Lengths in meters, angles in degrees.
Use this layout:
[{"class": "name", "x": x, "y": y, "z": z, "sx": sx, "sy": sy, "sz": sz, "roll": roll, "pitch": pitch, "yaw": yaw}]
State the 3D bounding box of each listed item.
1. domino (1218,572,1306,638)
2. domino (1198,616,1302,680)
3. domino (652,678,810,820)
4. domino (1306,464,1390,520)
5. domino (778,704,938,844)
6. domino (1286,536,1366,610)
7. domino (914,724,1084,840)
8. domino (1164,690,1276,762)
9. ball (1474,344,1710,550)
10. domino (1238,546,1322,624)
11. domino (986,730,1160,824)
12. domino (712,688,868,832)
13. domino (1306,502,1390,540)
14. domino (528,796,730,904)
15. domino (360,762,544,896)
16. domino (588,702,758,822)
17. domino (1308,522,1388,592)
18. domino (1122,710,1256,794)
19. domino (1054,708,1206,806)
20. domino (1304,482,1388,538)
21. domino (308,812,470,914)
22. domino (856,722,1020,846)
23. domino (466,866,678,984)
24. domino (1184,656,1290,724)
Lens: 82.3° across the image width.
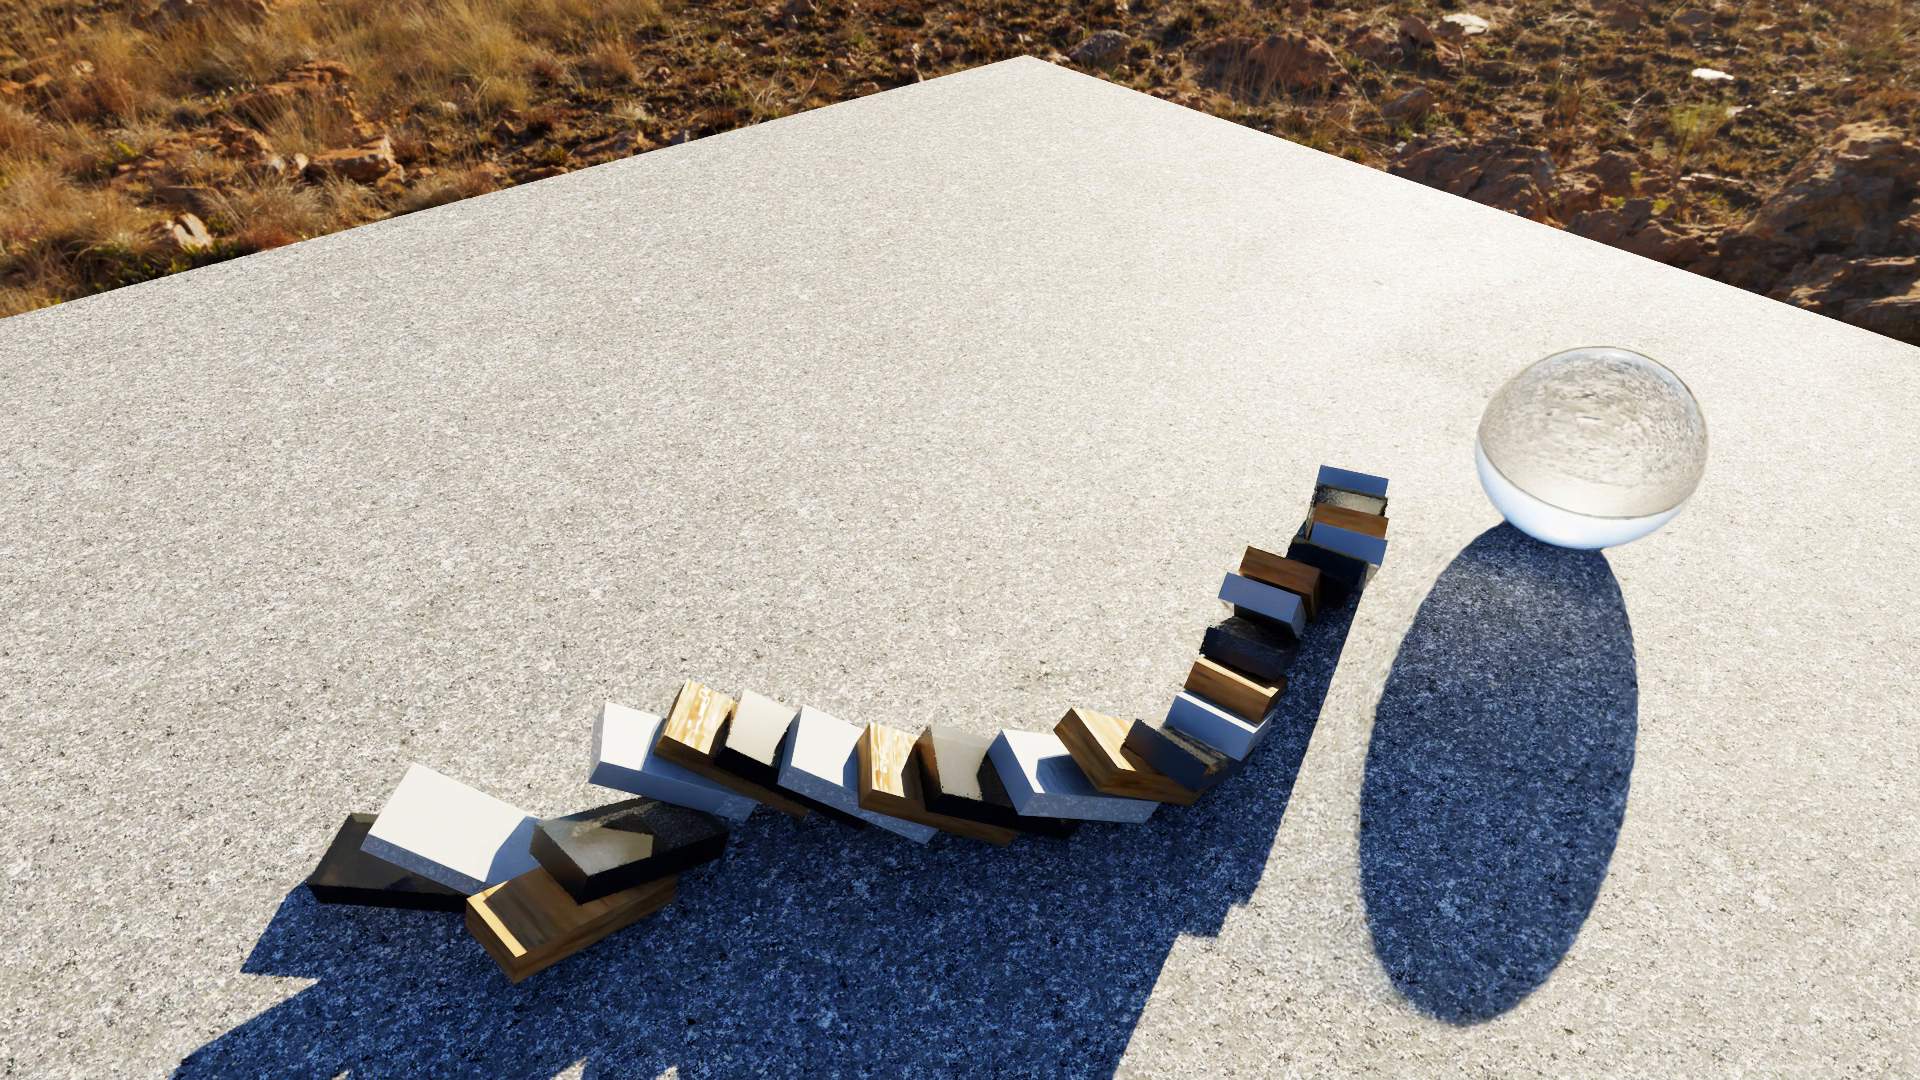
[{"class": "domino", "x": 0.107, "y": 0.024, "z": 0.387, "sx": 0.025, "sy": 0.050, "sz": 0.009, "roll": 20, "pitch": 86, "yaw": 23}, {"class": "domino", "x": 0.100, "y": 0.036, "z": 0.377, "sx": 0.025, "sy": 0.010, "sz": 0.050, "roll": 20, "pitch": 8, "yaw": 23}, {"class": "domino", "x": -0.067, "y": 0.065, "z": 0.343, "sx": 0.050, "sy": 0.010, "sz": 0.025, "roll": 28, "pitch": 31, "yaw": -14}, {"class": "domino", "x": 0.152, "y": -0.015, "z": 0.434, "sx": 0.025, "sy": 0.050, "sz": 0.009, "roll": 14, "pitch": 80, "yaw": 16}, {"class": "domino", "x": -0.029, "y": 0.071, "z": 0.336, "sx": 0.050, "sy": 0.009, "sz": 0.025, "roll": 27, "pitch": 32, "yaw": -17}, {"class": "domino", "x": 0.130, "y": 0.013, "z": 0.399, "sx": 0.025, "sy": 0.050, "sz": 0.009, "roll": 21, "pitch": 82, "yaw": 16}, {"class": "domino", "x": 0.012, "y": 0.074, "z": 0.334, "sx": 0.050, "sy": 0.009, "sz": 0.025, "roll": 19, "pitch": 35, "yaw": -26}, {"class": "domino", "x": 0.084, "y": 0.056, "z": 0.352, "sx": 0.025, "sy": 0.010, "sz": 0.050, "roll": 26, "pitch": 10, "yaw": 22}, {"class": "ball", "x": 0.246, "y": -0.036, "z": 0.432, "sx": 0.080, "sy": 0.080, "sz": 0.080, "roll": 0, "pitch": 39, "yaw": 0}, {"class": "domino", "x": 0.116, "y": 0.017, "z": 0.395, "sx": 0.025, "sy": 0.050, "sz": 0.009, "roll": 20, "pitch": 82, "yaw": 23}, {"class": "domino", "x": 0.035, "y": 0.073, "z": 0.336, "sx": 0.050, "sy": 0.009, "sz": 0.025, "roll": 13, "pitch": 30, "yaw": -33}, {"class": "domino", "x": -0.049, "y": 0.068, "z": 0.340, "sx": 0.050, "sy": 0.010, "sz": 0.025, "roll": 28, "pitch": 31, "yaw": -14}, {"class": "domino", "x": 0.145, "y": -0.001, "z": 0.416, "sx": 0.025, "sy": 0.050, "sz": 0.009, "roll": 14, "pitch": 80, "yaw": 16}, {"class": "domino", "x": -0.095, "y": 0.087, "z": 0.318, "sx": 0.025, "sy": 0.010, "sz": 0.050, "roll": 30, "pitch": 18, "yaw": 31}, {"class": "domino", "x": -0.141, "y": 0.087, "z": 0.317, "sx": 0.050, "sy": 0.010, "sz": 0.025, "roll": 30, "pitch": 36, "yaw": -15}, {"class": "domino", "x": -0.087, "y": 0.068, "z": 0.338, "sx": 0.050, "sy": 0.010, "sz": 0.025, "roll": 22, "pitch": 27, "yaw": -26}, {"class": "domino", "x": 0.141, "y": 0.007, "z": 0.407, "sx": 0.025, "sy": 0.050, "sz": 0.009, "roll": 16, "pitch": 81, "yaw": 16}, {"class": "domino", "x": 0.072, "y": 0.064, "z": 0.342, "sx": 0.025, "sy": 0.009, "sz": 0.050, "roll": 32, "pitch": 12, "yaw": 28}, {"class": "domino", "x": 0.053, "y": 0.067, "z": 0.338, "sx": 0.050, "sy": 0.010, "sz": 0.025, "roll": 21, "pitch": 23, "yaw": -44}, {"class": "domino", "x": 0.148, "y": -0.008, "z": 0.425, "sx": 0.025, "sy": 0.050, "sz": 0.010, "roll": 14, "pitch": 80, "yaw": 16}, {"class": "domino", "x": -0.162, "y": 0.096, "z": 0.327, "sx": 0.050, "sy": 0.010, "sz": 0.025, "roll": 3, "pitch": 39, "yaw": 3}, {"class": "domino", "x": -0.007, "y": 0.074, "z": 0.334, "sx": 0.050, "sy": 0.009, "sz": 0.025, "roll": 21, "pitch": 34, "yaw": -22}, {"class": "domino", "x": -0.108, "y": 0.101, "z": 0.307, "sx": 0.025, "sy": 0.010, "sz": 0.050, "roll": 30, "pitch": 28, "yaw": 31}, {"class": "domino", "x": 0.092, "y": 0.047, "z": 0.363, "sx": 0.025, "sy": 0.010, "sz": 0.050, "roll": 26, "pitch": 10, "yaw": 21}]
